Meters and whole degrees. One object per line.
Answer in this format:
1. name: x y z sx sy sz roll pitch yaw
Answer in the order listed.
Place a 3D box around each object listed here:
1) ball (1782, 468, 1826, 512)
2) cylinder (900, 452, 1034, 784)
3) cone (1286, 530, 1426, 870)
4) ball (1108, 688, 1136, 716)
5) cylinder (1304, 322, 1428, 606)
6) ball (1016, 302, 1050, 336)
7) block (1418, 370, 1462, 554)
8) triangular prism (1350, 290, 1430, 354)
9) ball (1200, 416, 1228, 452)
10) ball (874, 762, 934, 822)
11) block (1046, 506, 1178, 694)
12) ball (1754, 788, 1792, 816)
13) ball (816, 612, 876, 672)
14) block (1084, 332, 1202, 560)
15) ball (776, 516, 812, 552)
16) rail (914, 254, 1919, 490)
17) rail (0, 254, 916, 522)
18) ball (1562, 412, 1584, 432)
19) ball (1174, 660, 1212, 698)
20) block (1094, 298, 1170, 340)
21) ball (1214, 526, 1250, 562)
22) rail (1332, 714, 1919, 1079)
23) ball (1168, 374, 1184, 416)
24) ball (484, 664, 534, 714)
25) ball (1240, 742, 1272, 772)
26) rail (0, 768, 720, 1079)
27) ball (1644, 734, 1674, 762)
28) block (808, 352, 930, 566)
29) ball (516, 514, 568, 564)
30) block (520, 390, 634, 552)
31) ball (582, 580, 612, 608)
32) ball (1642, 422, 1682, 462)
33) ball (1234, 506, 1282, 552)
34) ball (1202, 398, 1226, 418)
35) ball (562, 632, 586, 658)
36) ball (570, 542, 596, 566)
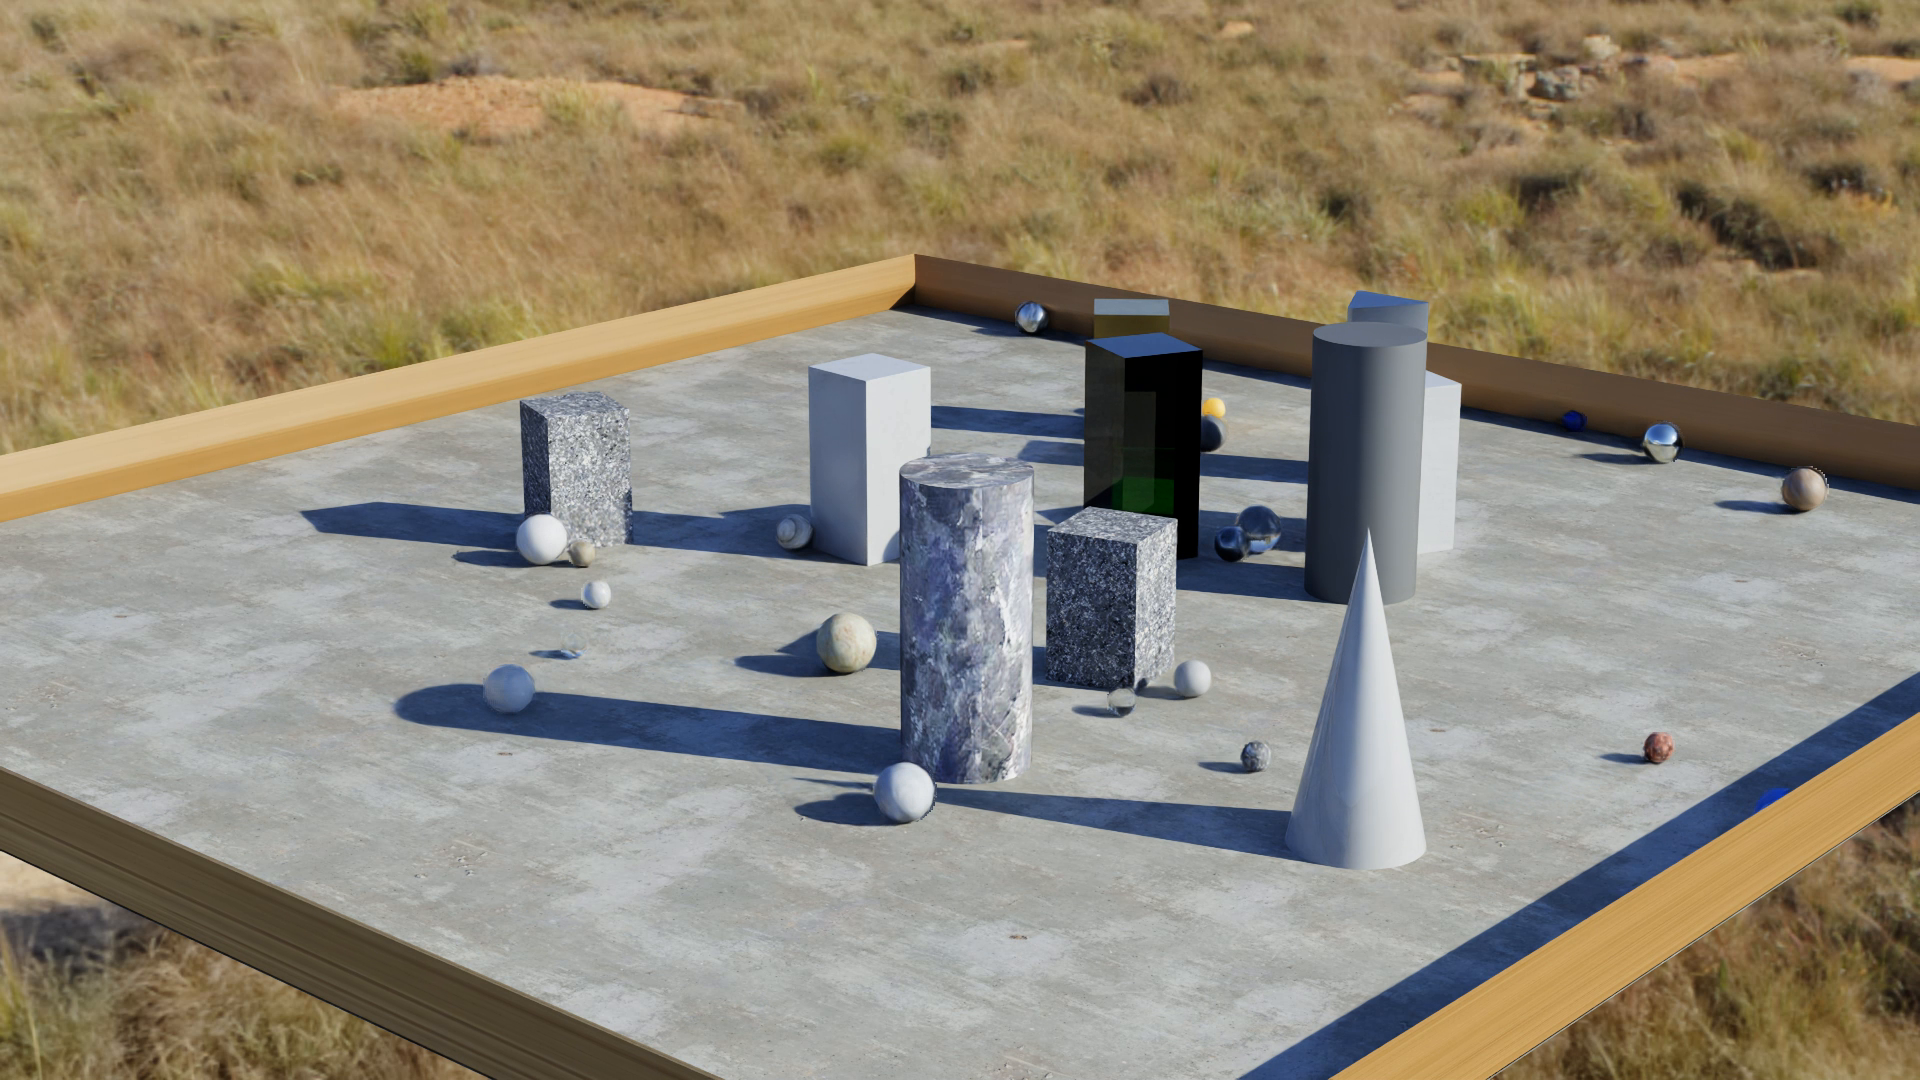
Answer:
1. ball: 1.618 -0.096 5.624 0.082 0.082 0.082 0 17 0
2. cylinder: 0.010 0.114 4.296 0.195 0.448 0.195 0 17 0
3. cone: 0.548 0.200 3.996 0.195 0.455 0.195 0 17 0
4. ball: 0.251 0.251 4.541 0.043 0.043 0.043 0 17 0
5. cylinder: 0.704 -0.134 5.096 0.195 0.459 0.195 0 17 0
6. ball: 0.176 -0.535 7.085 0.079 0.079 0.079 0 17 0
7. block: 0.804 -0.144 5.385 0.156 0.312 0.156 -7 18 -23
8. triangular prism: 0.817 -0.305 5.835 0.169 0.361 0.146 -5 17 -16
9. ball: 0.514 -0.220 6.048 0.075 0.075 0.075 0 17 0
10. ball: -0.078 0.355 4.127 0.084 0.084 0.084 0 17 0
11. block: 0.243 0.095 4.702 0.156 0.249 0.156 9 19 26
12. ball: 1.138 0.380 4.061 0.073 0.073 0.073 0 17 0
13. ball: -0.183 0.166 4.730 0.098 0.098 0.098 0 17 0
14. block: 0.330 -0.165 5.326 0.156 0.387 0.156 -7 18 -23
15. ball: -0.304 -0.012 5.372 0.067 0.067 0.067 0 17 0
16. rail: 1.124 -0.342 6.360 3.326 0.127 0.045 14 22 39
17. rail: -1.238 -0.279 6.149 0.045 0.127 3.477 14 22 39
18. ball: 1.297 -0.250 6.199 0.045 0.045 0.045 0 17 0
19. ball: 0.367 0.218 4.623 0.060 0.060 0.060 0 17 0
20. block: 0.359 -0.359 6.173 0.156 0.269 0.156 1 17 3
21. ball: 0.493 0.007 5.313 0.066 0.066 0.066 0 17 0
22. rail: 1.238 0.342 4.091 0.045 0.127 3.477 14 22 39
23. ball: 0.434 -0.313 6.316 0.097 0.097 0.097 0 17 0
24. ball: -0.700 0.231 4.551 0.077 0.077 0.077 0 17 0
25. ball: 0.436 0.318 4.315 0.045 0.045 0.045 0 17 0
26. rail: -1.124 0.406 3.880 3.326 0.127 0.045 14 22 39
27. ball: 1.036 0.309 4.349 0.043 0.043 0.043 0 17 0
28. block: -0.164 -0.149 5.347 0.156 0.343 0.156 -15 23 -41
29. ball: -0.755 -0.001 5.295 0.091 0.091 0.091 0 17 0
30. block: -0.710 -0.127 5.426 0.156 0.255 0.156 -8 19 -26
31. ball: -0.625 0.094 5.053 0.048 0.048 0.048 0 17 0
32. ball: 1.427 -0.198 5.965 0.081 0.081 0.081 0 17 0
33. ball: 0.545 -0.020 5.365 0.086 0.086 0.086 0 17 0
34. ball: 0.545 -0.281 6.295 0.049 0.049 0.049 0 17 0
35. ball: -0.633 0.173 4.805 0.041 0.041 0.041 0 17 0
36. ball: -0.681 0.025 5.285 0.047 0.047 0.047 0 17 0
